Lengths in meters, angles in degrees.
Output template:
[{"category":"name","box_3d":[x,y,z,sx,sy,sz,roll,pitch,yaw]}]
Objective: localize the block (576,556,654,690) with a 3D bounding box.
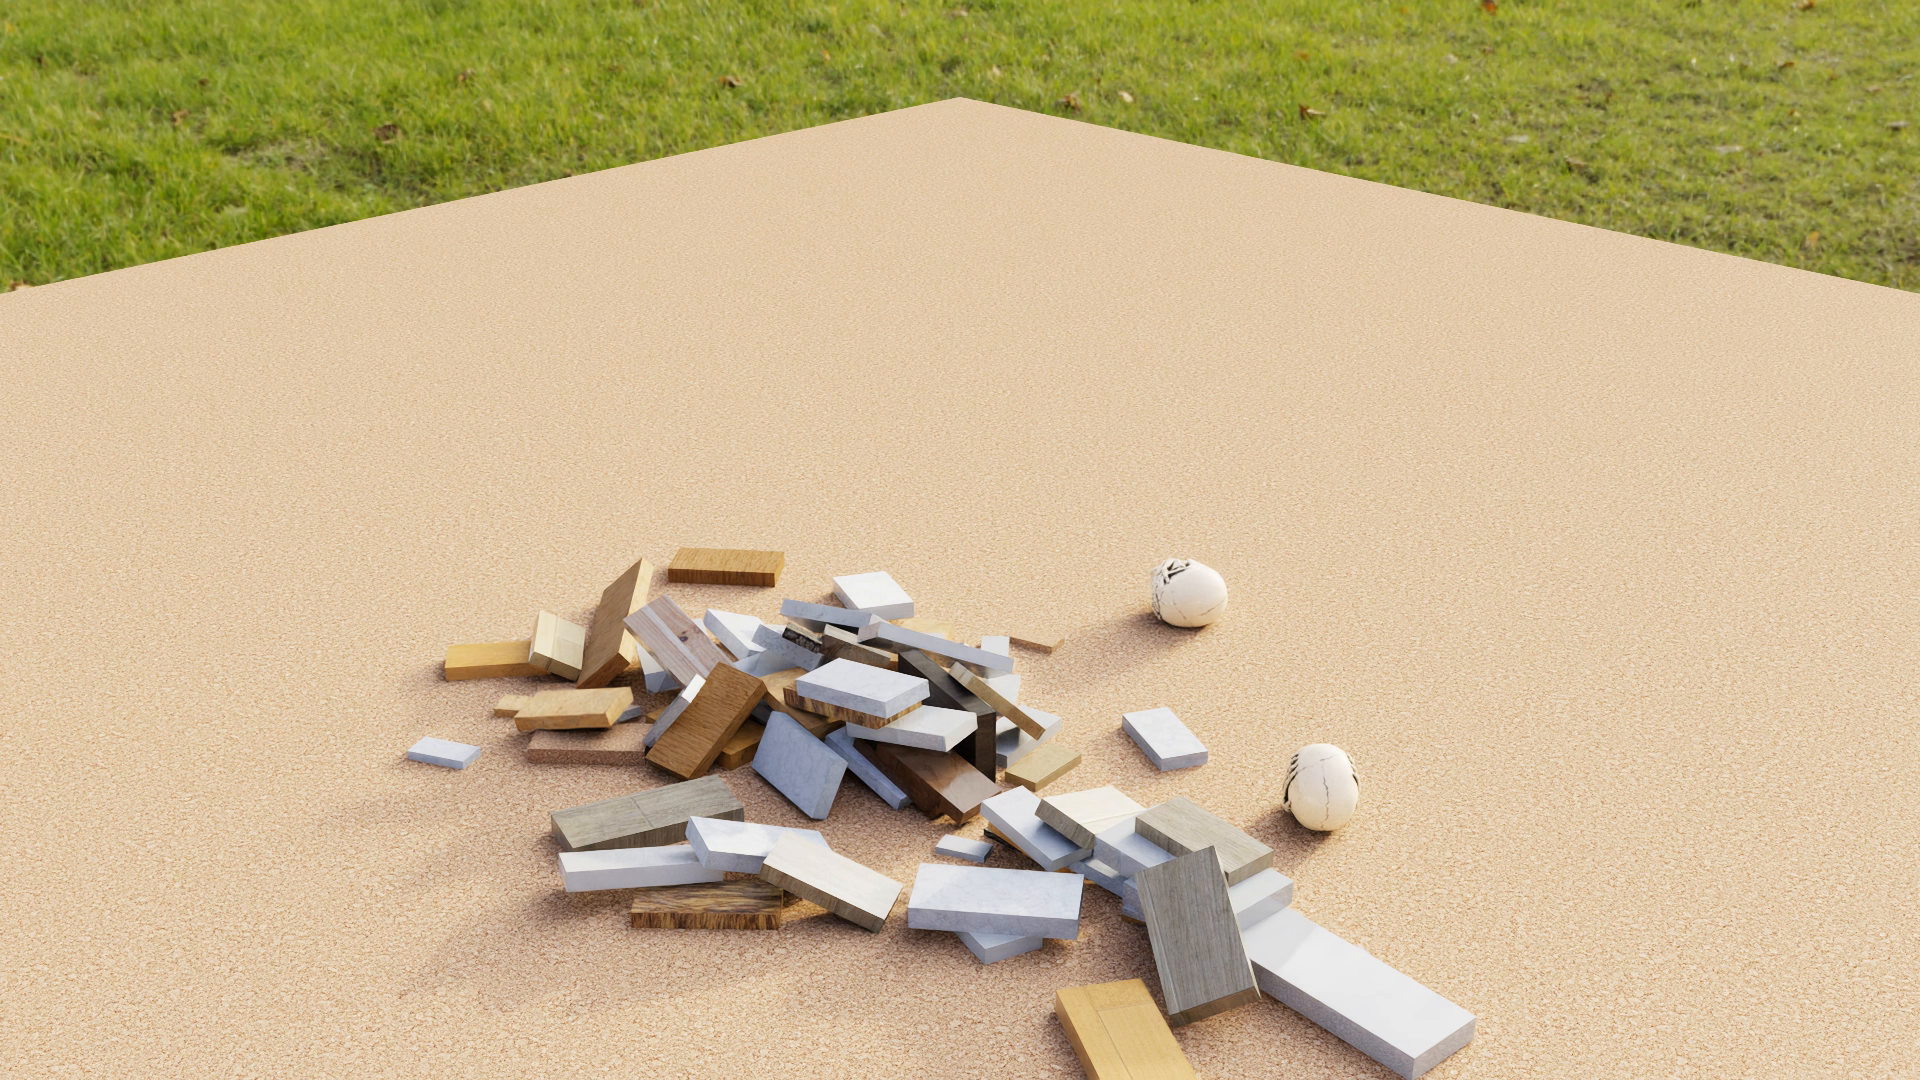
[{"category":"block","box_3d":[-0.803,0.200,5.140,0.135,0.038,0.532,-40,19,14]}]

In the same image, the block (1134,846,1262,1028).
[{"category":"block","box_3d":[0.414,0.694,3.867,0.154,0.044,0.309,-21,43,8]}]

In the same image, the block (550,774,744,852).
[{"category":"block","box_3d":[-0.624,0.558,4.391,0.352,0.043,0.152,-11,25,-24]}]

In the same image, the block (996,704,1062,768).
[{"category":"block","box_3d":[0.116,0.422,4.729,0.107,0.030,0.213,15,27,32]}]

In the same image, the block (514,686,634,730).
[{"category":"block","box_3d":[-0.830,0.363,4.729,0.230,0.033,0.115,-4,24,22]}]

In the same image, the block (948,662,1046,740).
[{"category":"block","box_3d":[0.078,0.340,4.648,0.213,0.030,0.107,38,-2,-24]}]

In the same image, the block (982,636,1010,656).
[{"category":"block","box_3d":[0.081,0.260,5.126,0.064,0.018,0.128,1,23,3]}]

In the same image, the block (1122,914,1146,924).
[{"category":"block","box_3d":[0.354,0.698,4.097,0.097,0.014,0.049,7,24,16]}]

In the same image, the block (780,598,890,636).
[{"category":"block","box_3d":[-0.274,0.193,5.113,0.270,0.038,0.135,8,-16,37]}]

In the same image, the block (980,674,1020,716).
[{"category":"block","box_3d":[0.087,0.345,4.917,0.081,0.023,0.161,3,23,7]}]

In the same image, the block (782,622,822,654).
[{"category":"block","box_3d":[-0.343,0.213,4.793,0.084,0.024,0.168,26,1,-4]}]

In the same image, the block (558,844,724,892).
[{"category":"block","box_3d":[-0.606,0.621,4.174,0.292,0.038,0.135,-2,7,-16]}]

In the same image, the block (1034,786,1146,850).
[{"category":"block","box_3d":[0.271,0.539,4.276,0.128,0.036,0.292,32,15,27]}]

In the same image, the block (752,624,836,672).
[{"category":"block","box_3d":[-0.357,0.242,4.905,0.152,0.043,0.304,27,0,8]}]

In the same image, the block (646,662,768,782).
[{"category":"block","box_3d":[-0.533,0.386,4.628,0.124,0.035,0.265,20,61,32]}]

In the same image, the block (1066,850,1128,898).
[{"category":"block","box_3d":[0.263,0.609,4.221,0.209,0.030,0.104,26,34,24]}]

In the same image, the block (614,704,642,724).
[{"category":"block","box_3d":[-0.759,0.379,4.787,0.068,0.019,0.137,3,7,22]}]

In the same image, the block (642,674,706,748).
[{"category":"block","box_3d":[-0.604,0.360,4.638,0.024,0.168,0.084,39,34,-6]}]

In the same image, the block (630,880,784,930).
[{"category":"block","box_3d":[-0.470,0.681,4.113,0.273,0.033,0.117,1,23,1]}]

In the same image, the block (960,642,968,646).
[{"category":"block","box_3d":[0.013,0.269,4.973,0.064,0.128,0.018,-11,59,28]}]

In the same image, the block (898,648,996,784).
[{"category":"block","box_3d":[-0.030,0.376,4.657,0.048,0.171,0.341,-12,26,-27]}]

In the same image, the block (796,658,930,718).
[{"category":"block","box_3d":[-0.201,0.303,4.513,0.256,0.036,0.128,11,25,41]}]

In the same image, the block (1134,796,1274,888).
[{"category":"block","box_3d":[0.452,0.558,4.079,0.120,0.034,0.239,-19,32,-36]}]

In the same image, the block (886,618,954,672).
[{"category":"block","box_3d":[-0.093,0.250,5.130,0.117,0.033,0.234,4,23,10]}]

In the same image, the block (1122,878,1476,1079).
[{"category":"block","box_3d":[0.589,0.742,3.908,0.171,0.048,0.669,-20,33,-38]}]

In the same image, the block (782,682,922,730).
[{"category":"block","box_3d":[-0.225,0.326,4.570,0.271,0.038,0.135,11,25,41]}]

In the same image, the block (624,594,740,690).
[{"category":"block","box_3d":[-0.591,0.255,4.797,0.115,0.033,0.347,-32,54,-23]}]

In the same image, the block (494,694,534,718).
[{"category":"block","box_3d":[-0.952,0.371,4.861,0.137,0.019,0.068,4,23,9]}]

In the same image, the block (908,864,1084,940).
[{"category":"block","box_3d":[0.068,0.665,4.051,0.309,0.044,0.154,3,23,7]}]

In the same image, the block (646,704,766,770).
[{"category":"block","box_3d":[-0.536,0.413,4.739,0.270,0.038,0.135,19,30,38]}]

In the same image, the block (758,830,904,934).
[{"category":"block","box_3d":[-0.240,0.637,4.109,0.248,0.035,0.124,24,27,5]}]

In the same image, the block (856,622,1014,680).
[{"category":"block","box_3d":[-0.054,0.245,4.850,0.329,0.034,0.120,17,-16,-22]}]

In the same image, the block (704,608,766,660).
[{"category":"block","box_3d":[-0.483,0.233,5.091,0.135,0.038,0.270,12,13,-31]}]
